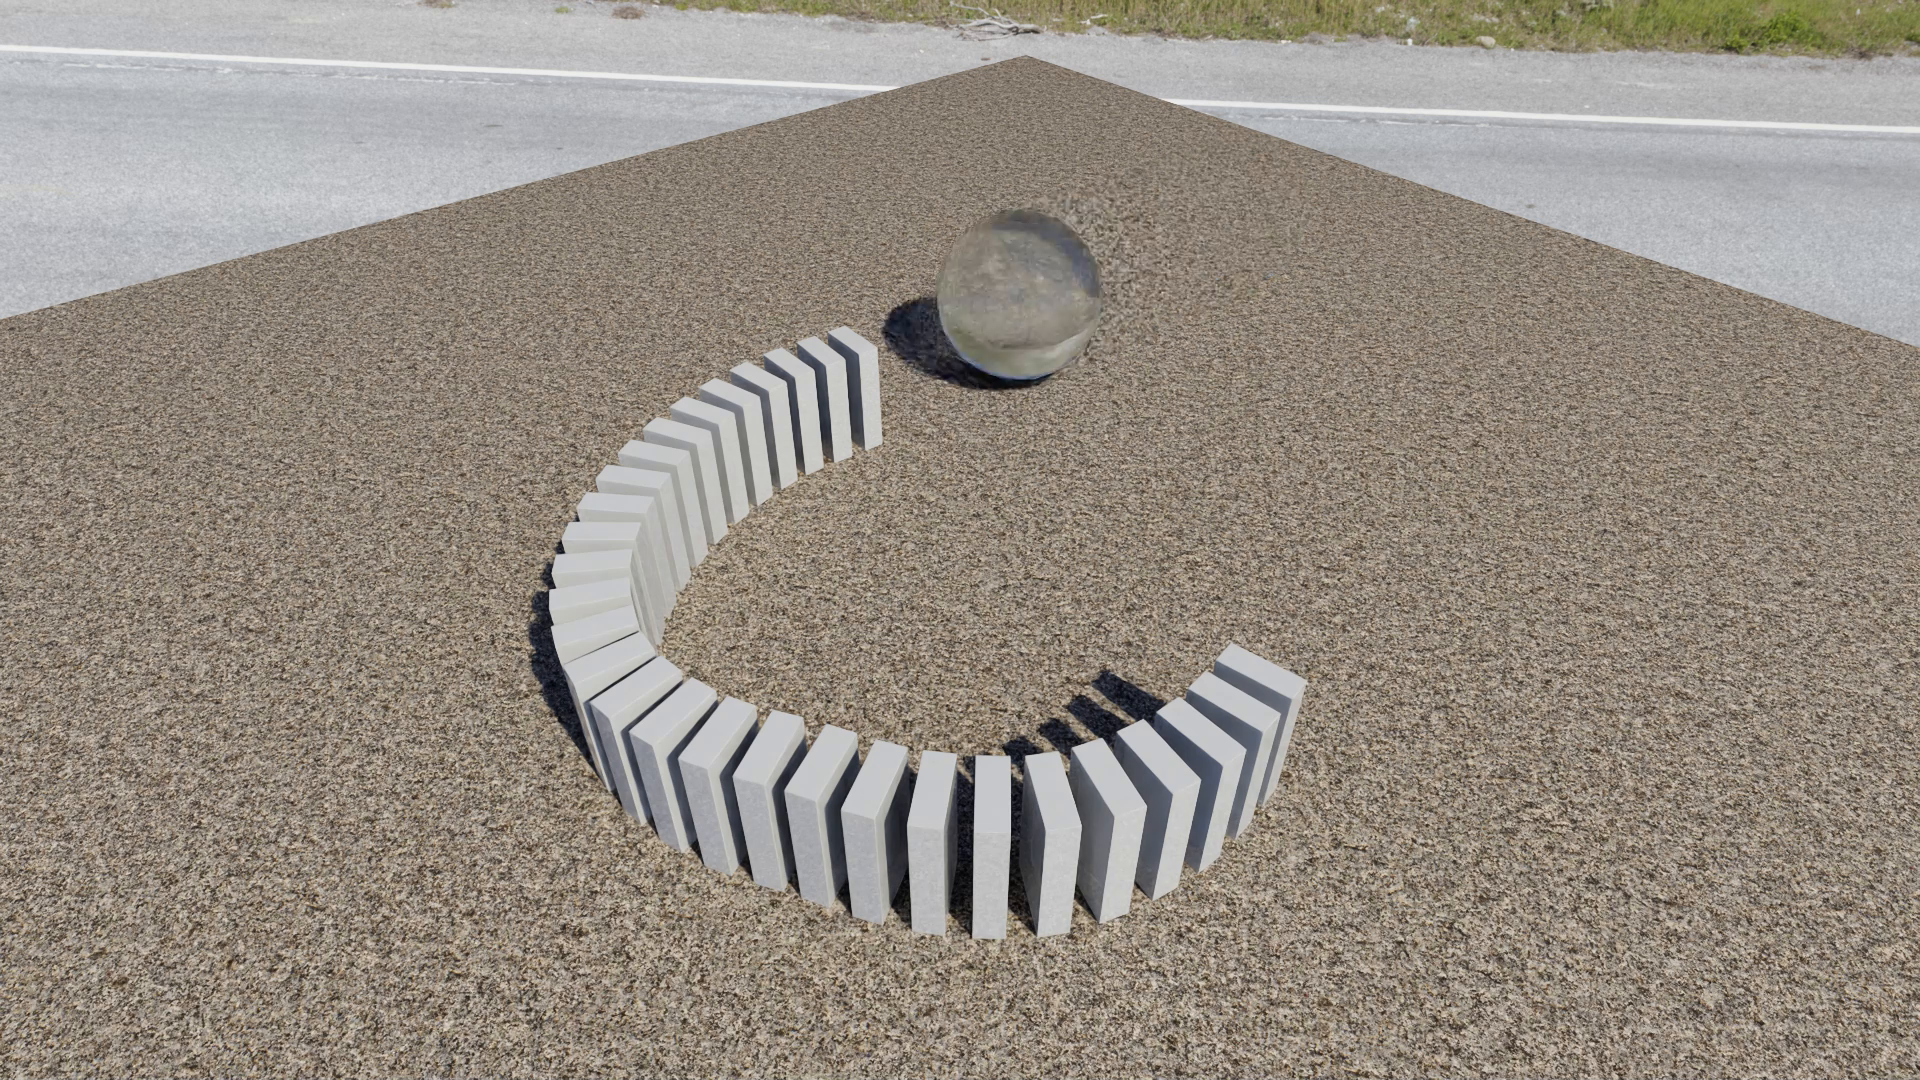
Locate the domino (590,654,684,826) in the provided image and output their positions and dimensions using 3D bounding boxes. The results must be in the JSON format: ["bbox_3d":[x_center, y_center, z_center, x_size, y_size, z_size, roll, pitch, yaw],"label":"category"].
[{"bbox_3d":[-0.094,0.062,0.336,0.009,0.050,0.025,29,47,31],"label":"domino"}]

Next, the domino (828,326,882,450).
[{"bbox_3d":[-0.047,-0.068,0.494,0.010,0.050,0.025,-27,46,-29],"label":"domino"}]

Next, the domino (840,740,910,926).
[{"bbox_3d":[-0.023,0.083,0.310,0.010,0.050,0.025,12,41,14],"label":"domino"}]

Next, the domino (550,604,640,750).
[{"bbox_3d":[-0.113,0.046,0.356,0.025,0.050,0.009,-16,42,-18],"label":"domino"}]

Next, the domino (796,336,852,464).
[{"bbox_3d":[-0.060,-0.062,0.487,0.009,0.050,0.025,-25,46,-27],"label":"domino"}]

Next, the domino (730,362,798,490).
[{"bbox_3d":[-0.084,-0.049,0.471,0.025,0.050,0.009,29,47,31],"label":"domino"}]

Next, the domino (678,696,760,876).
[{"bbox_3d":[-0.068,0.073,0.323,0.010,0.050,0.025,15,42,17],"label":"domino"}]

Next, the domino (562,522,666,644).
[{"bbox_3d":[-0.123,0.016,0.392,0.025,0.050,0.009,0,39,0],"label":"domino"}]

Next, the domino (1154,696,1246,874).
[{"bbox_3d":[0.067,0.072,0.323,0.009,0.050,0.025,-27,46,-29],"label":"domino"}]

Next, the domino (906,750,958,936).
[{"bbox_3d":[-0.007,0.085,0.307,0.010,0.050,0.025,5,40,6],"label":"domino"}]

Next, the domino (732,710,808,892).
[{"bbox_3d":[-0.053,0.076,0.319,0.009,0.050,0.025,12,41,14],"label":"domino"}]

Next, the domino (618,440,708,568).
[{"bbox_3d":[-0.115,-0.014,0.428,0.025,0.050,0.009,12,41,14],"label":"domino"}]

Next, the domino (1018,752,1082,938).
[{"bbox_3d":[0.025,0.086,0.307,0.010,0.050,0.025,-6,40,-8],"label":"domino"}]

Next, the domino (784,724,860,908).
[{"bbox_3d":[-0.038,0.079,0.315,0.009,0.050,0.025,14,41,16],"label":"domino"}]

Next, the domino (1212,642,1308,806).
[{"bbox_3d":[0.089,0.058,0.341,0.025,0.050,0.010,28,47,29],"label":"domino"}]

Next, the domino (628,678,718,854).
[{"bbox_3d":[-0.082,0.068,0.329,0.009,0.050,0.025,23,44,25],"label":"domino"}]

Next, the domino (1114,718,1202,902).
[{"bbox_3d":[0.054,0.078,0.316,0.009,0.050,0.025,-20,44,-23],"label":"domino"}]

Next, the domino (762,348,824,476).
[{"bbox_3d":[-0.072,-0.056,0.479,0.009,0.050,0.025,-28,47,-30],"label":"domino"}]

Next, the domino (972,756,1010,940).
[{"bbox_3d":[0.009,0.086,0.306,0.009,0.050,0.025,1,39,1],"label":"domino"}]

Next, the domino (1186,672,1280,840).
[{"bbox_3d":[0.079,0.065,0.332,0.025,0.050,0.009,30,48,31],"label":"domino"}]

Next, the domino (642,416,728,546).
[{"bbox_3d":[-0.109,-0.023,0.440,0.025,0.050,0.010,16,42,18],"label":"domino"}]

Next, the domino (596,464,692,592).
[{"bbox_3d":[-0.119,-0.004,0.416,0.025,0.050,0.009,8,40,9],"label":"domino"}]

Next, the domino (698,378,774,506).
[{"bbox_3d":[-0.094,-0.041,0.461,0.025,0.050,0.009,24,45,26],"label":"domino"}]

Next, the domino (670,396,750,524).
[{"bbox_3d":[-0.102,-0.032,0.451,0.025,0.050,0.009,20,43,22],"label":"domino"}]

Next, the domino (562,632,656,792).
[{"bbox_3d":[-0.105,0.054,0.345,0.025,0.050,0.009,-25,45,-27],"label":"domino"}]

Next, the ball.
[{"bbox_3d":[0.029,-0.117,0.531,0.080,0.080,0.080,0,39,0],"label":"ball"}]

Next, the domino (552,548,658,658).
[{"bbox_3d":[-0.122,0.026,0.379,0.025,0.050,0.009,-5,40,-6],"label":"domino"}]

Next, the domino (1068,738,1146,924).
[{"bbox_3d":[0.040,0.083,0.311,0.010,0.050,0.025,-14,41,-17],"label":"domino"}]

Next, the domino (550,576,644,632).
[{"bbox_3d":[-0.118,0.036,0.367,0.025,0.050,0.009,-10,40,-12],"label":"domino"}]

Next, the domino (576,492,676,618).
[{"bbox_3d":[-0.122,0.006,0.404,0.025,0.050,0.009,4,39,5],"label":"domino"}]
